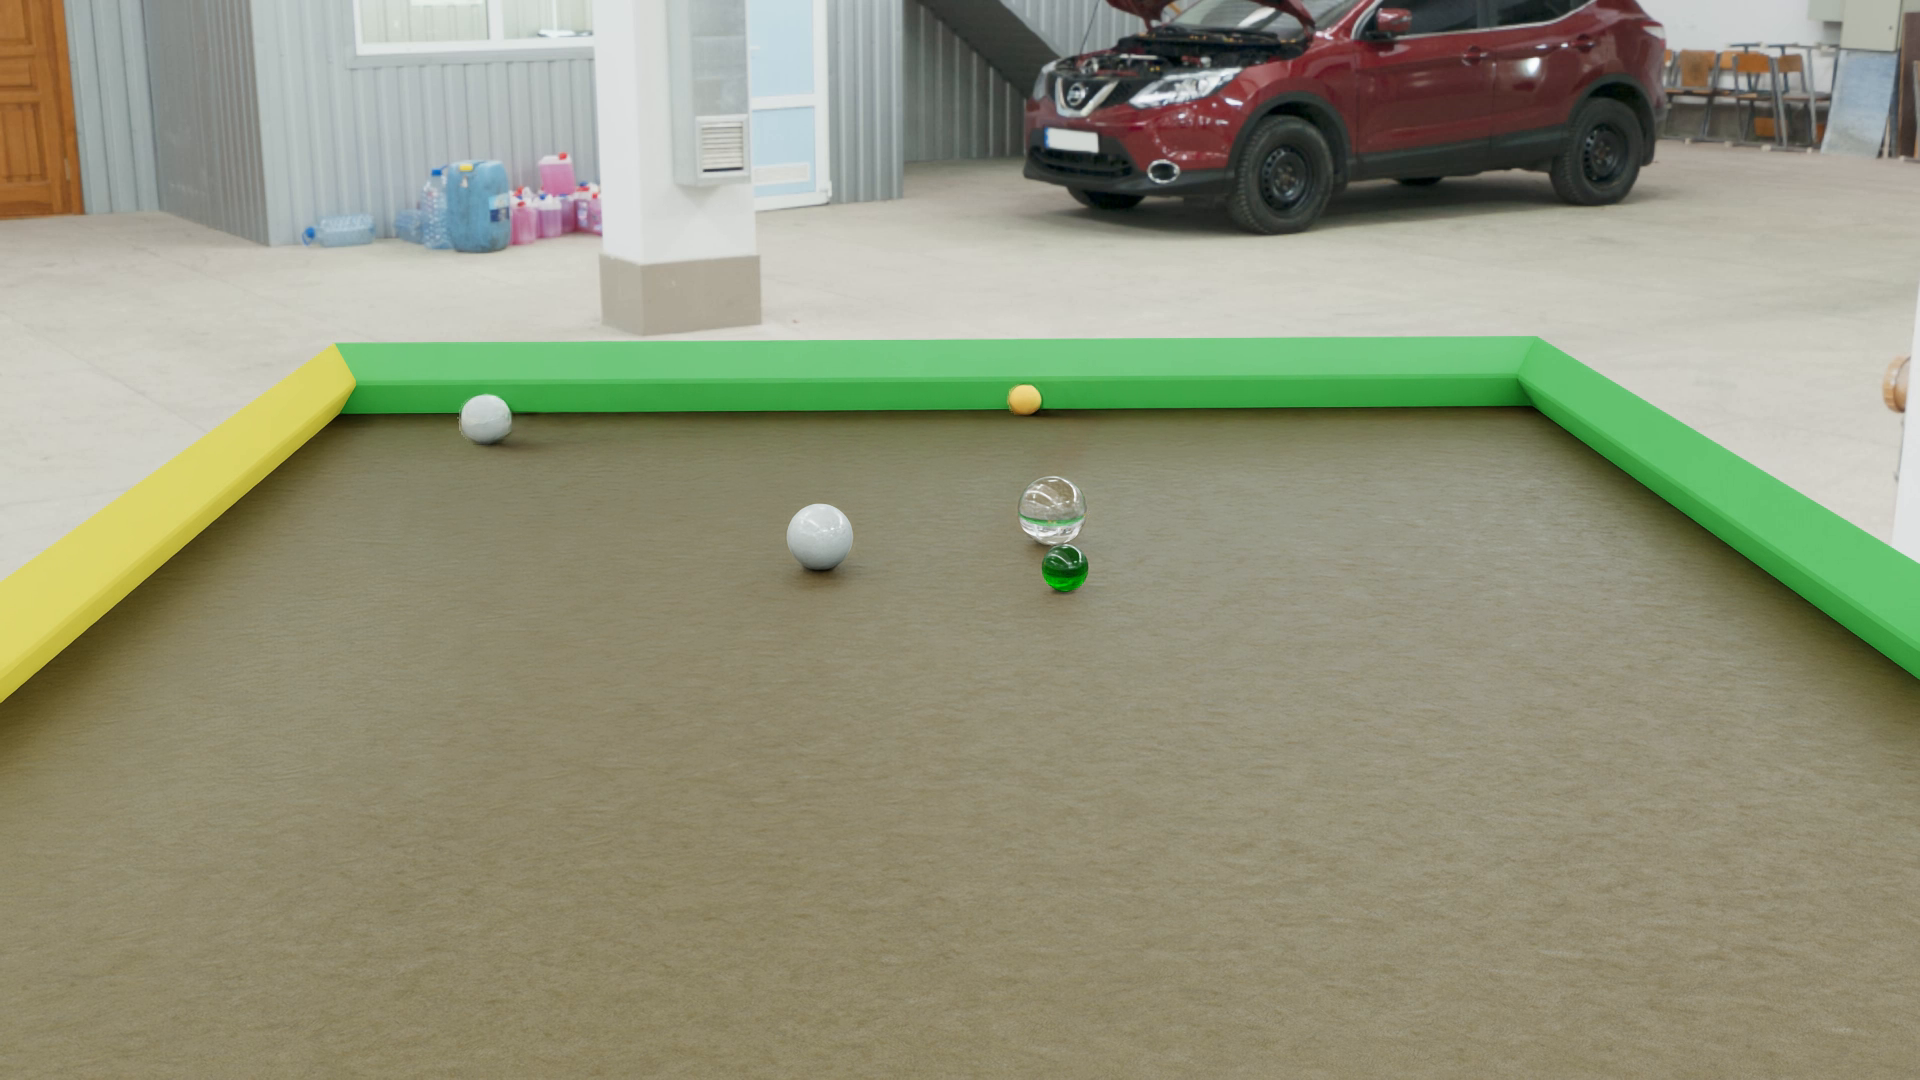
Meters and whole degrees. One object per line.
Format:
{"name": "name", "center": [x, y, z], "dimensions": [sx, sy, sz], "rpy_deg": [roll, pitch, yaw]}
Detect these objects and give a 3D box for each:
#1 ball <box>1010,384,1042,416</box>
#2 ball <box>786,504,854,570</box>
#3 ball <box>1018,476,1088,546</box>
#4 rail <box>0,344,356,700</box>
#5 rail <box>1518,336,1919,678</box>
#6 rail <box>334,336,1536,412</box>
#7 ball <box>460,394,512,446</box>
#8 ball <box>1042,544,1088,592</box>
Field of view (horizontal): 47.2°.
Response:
{"name": "ball", "center": [0.115, -0.245, 3.856], "dimensions": [0.055, 0.055, 0.055], "rpy_deg": [0, 15, 0]}
{"name": "ball", "center": [-0.184, -0.004, 2.896], "dimensions": [0.088, 0.088, 0.088], "rpy_deg": [0, 15, 0]}
{"name": "ball", "center": [0.127, -0.040, 3.014], "dimensions": [0.096, 0.096, 0.096], "rpy_deg": [0, 15, 0]}
{"name": "rail", "center": [-1.005, 0.252, 1.868], "dimensions": [0.045, 0.124, 4.135], "rpy_deg": [0, 15, -2]}
{"name": "rail", "center": [1.073, 0.235, 1.934], "dimensions": [0.045, 0.124, 4.135], "rpy_deg": [0, 15, -2]}
{"name": "rail", "center": [-0.033, -0.287, 3.874], "dimensions": [2.126, 0.124, 0.045], "rpy_deg": [0, 15, -2]}
{"name": "ball", "center": [-0.781, -0.198, 3.625], "dimensions": [0.084, 0.084, 0.084], "rpy_deg": [0, 15, 0]}
{"name": "ball", "center": [0.134, 0.035, 2.802], "dimensions": [0.060, 0.060, 0.060], "rpy_deg": [0, 15, 0]}
